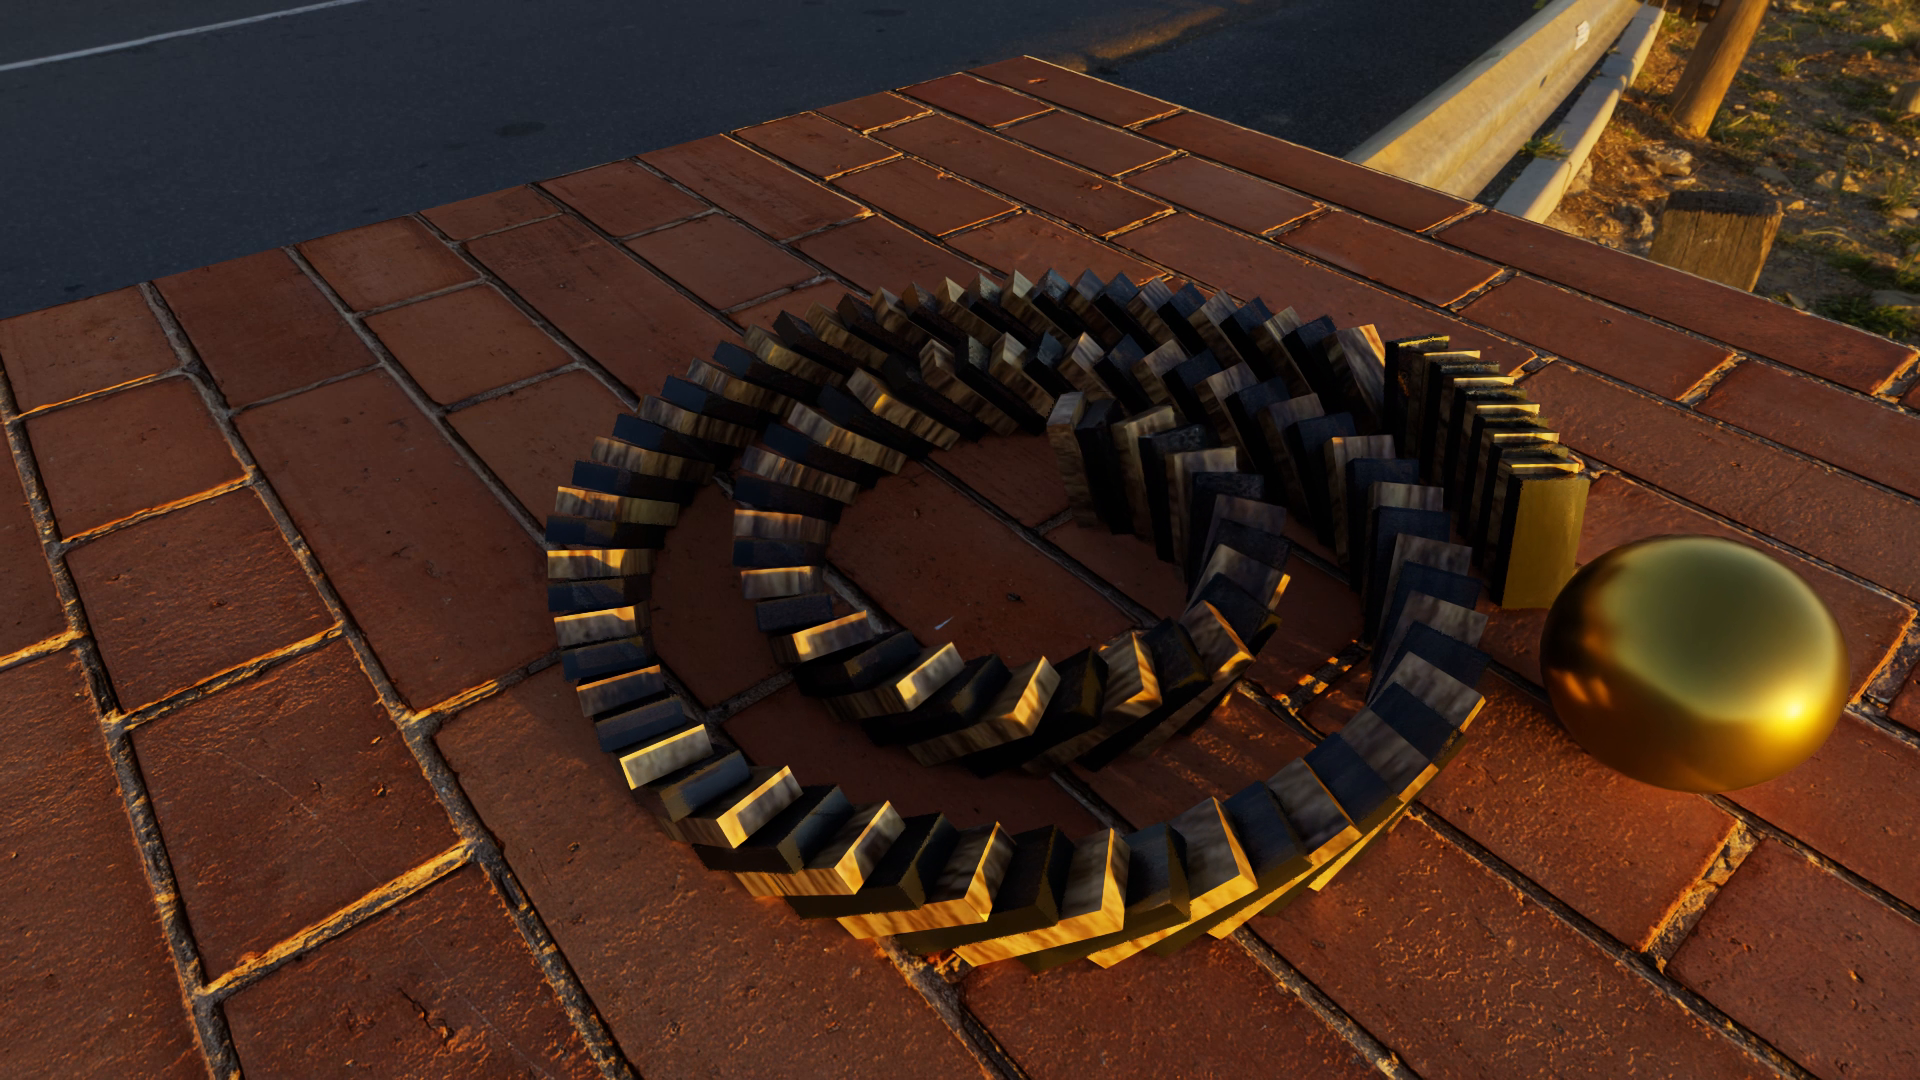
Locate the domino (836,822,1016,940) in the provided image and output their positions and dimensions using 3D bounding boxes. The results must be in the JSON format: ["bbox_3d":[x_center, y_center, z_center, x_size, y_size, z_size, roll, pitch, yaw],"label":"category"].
[{"bbox_3d":[-0.010,0.095,0.304,0.050,0.010,0.025,-23,24,38],"label":"domino"}]

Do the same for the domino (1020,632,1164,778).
[{"bbox_3d":[0.040,0.053,0.353,0.050,0.010,0.025,-37,31,25],"label":"domino"}]

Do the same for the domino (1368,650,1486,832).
[{"bbox_3d":[0.137,0.063,0.343,0.025,0.009,0.050,36,91,35],"label":"domino"}]

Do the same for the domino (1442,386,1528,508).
[{"bbox_3d":[0.218,-0.038,0.458,0.025,0.050,0.010,-1,18,-2],"label":"domino"}]

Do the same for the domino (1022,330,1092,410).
[{"bbox_3d":[0.052,-0.071,0.507,0.050,0.010,0.025,39,38,-16],"label":"domino"}]

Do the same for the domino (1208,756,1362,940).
[{"bbox_3d":[0.085,0.088,0.313,0.050,0.009,0.025,-42,42,12],"label":"domino"}]

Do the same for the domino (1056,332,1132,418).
[{"bbox_3d":[0.068,-0.070,0.505,0.050,0.009,0.025,43,41,-13],"label":"domino"}]

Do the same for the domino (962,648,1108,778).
[{"bbox_3d":[0.024,0.056,0.350,0.050,0.009,0.025,-32,25,33],"label":"domino"}]

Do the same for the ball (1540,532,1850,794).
[{"bbox_3d":[0.225,0.038,0.342,0.080,0.080,0.080,0,39,0],"label":"ball"}]

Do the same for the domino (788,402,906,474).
[{"bbox_3d":[-0.048,-0.043,0.472,0.025,0.009,0.050,34,9,34],"label":"domino"}]

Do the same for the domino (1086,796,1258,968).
[{"bbox_3d":[0.055,0.095,0.304,0.050,0.009,0.025,-36,35,20],"label":"domino"}]

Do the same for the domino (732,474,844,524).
[{"bbox_3d":[-0.067,-0.016,0.438,0.025,0.010,0.050,12,-1,15],"label":"domino"}]

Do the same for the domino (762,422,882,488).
[{"bbox_3d":[-0.057,-0.035,0.462,0.025,0.009,0.050,28,5,30],"label":"domino"}]

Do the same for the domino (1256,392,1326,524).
[{"bbox_3d":[0.146,-0.035,0.462,0.025,0.010,0.050,-16,82,-18],"label":"domino"}]

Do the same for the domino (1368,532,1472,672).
[{"bbox_3d":[0.163,0.025,0.390,0.025,0.010,0.050,12,81,15],"label":"domino"}]

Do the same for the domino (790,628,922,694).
[{"bbox_3d":[-0.036,0.041,0.369,0.025,0.010,0.050,-27,4,-29],"label":"domino"}]

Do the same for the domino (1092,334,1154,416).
[{"bbox_3d":[0.085,-0.068,0.502,0.050,0.009,0.025,48,47,-8],"label":"domino"}]

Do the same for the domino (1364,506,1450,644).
[{"bbox_3d":[0.164,0.014,0.403,0.025,0.009,0.050,7,80,8],"label":"domino"}]

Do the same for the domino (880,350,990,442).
[{"bbox_3d":[-0.011,-0.065,0.498,0.050,0.009,0.025,27,23,-37],"label":"domino"}]

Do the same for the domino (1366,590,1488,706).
[{"bbox_3d":[0.153,0.045,0.365,0.025,0.009,0.050,21,84,24],"label":"domino"}]

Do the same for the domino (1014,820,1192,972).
[{"bbox_3d":[0.038,0.098,0.301,0.050,0.010,0.025,-30,30,28],"label":"domino"}]

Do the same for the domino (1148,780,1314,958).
[{"bbox_3d":[0.070,0.092,0.308,0.050,0.010,0.025,-38,38,17],"label":"domino"}]

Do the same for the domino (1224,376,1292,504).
[{"bbox_3d":[0.136,-0.043,0.472,0.025,0.010,0.050,-21,84,-24],"label":"domino"}]

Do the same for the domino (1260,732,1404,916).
[{"bbox_3d":[0.100,0.082,0.319,0.050,0.009,0.025,-45,45,9],"label":"domino"}]

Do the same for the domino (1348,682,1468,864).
[{"bbox_3d":[0.126,0.070,0.334,0.050,0.009,0.025,-50,51,4],"label":"domino"}]

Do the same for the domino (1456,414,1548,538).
[{"bbox_3d":[0.218,-0.025,0.442,0.025,0.050,0.010,-1,19,-1],"label":"domino"}]

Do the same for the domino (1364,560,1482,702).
[{"bbox_3d":[0.159,0.035,0.377,0.025,0.009,0.050,16,82,19],"label":"domino"}]

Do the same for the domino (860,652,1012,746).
[{"bbox_3d":[-0.008,0.052,0.355,0.050,0.009,0.025,-23,16,49],"label":"domino"}]

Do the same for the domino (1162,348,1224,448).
[{"bbox_3d":[0.113,-0.058,0.490,0.025,0.010,0.050,-31,89,-33],"label":"domino"}]

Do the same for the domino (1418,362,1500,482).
[{"bbox_3d":[0.214,-0.051,0.474,0.025,0.050,0.009,-1,18,-2],"label":"domino"}]

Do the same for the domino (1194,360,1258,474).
[{"bbox_3d":[0.125,-0.051,0.482,0.025,0.010,0.050,-25,86,-28],"label":"domino"}]

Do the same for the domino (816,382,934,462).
[{"bbox_3d":[-0.037,-0.051,0.482,0.050,0.009,0.025,20,17,-49],"label":"domino"}]

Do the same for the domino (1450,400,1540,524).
[{"bbox_3d":[0.218,-0.032,0.450,0.025,0.050,0.009,-1,19,-1],"label":"domino"}]

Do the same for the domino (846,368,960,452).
[{"bbox_3d":[-0.025,-0.058,0.490,0.050,0.009,0.025,23,19,-45],"label":"domino"}]

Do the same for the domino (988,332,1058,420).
[{"bbox_3d":[0.036,-0.072,0.507,0.050,0.009,0.025,36,35,-20],"label":"domino"}]

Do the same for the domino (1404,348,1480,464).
[{"bbox_3d":[0.211,-0.058,0.482,0.025,0.050,0.009,-3,18,-4],"label":"domino"}]

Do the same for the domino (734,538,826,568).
[{"bbox_3d":[-0.067,0.005,0.413,0.025,0.009,0.050,1,-2,1],"label":"domino"}]

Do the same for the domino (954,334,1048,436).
[{"bbox_3d":[0.020,-0.071,0.506,0.050,0.009,0.025,34,31,-24],"label":"domino"}]

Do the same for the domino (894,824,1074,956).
[{"bbox_3d":[0.006,0.096,0.302,0.050,0.009,0.025,-26,26,34],"label":"domino"}]

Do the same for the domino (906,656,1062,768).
[{"bbox_3d":[0.007,0.055,0.351,0.050,0.009,0.025,-27,20,42],"label":"domino"}]

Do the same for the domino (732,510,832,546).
[{"bbox_3d":[-0.068,-0.005,0.425,0.025,0.010,0.050,5,-2,6],"label":"domino"}]

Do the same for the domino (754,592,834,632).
[{"bbox_3d":[-0.059,0.025,0.388,0.025,0.010,0.050,-9,-2,-10],"label":"domino"}]

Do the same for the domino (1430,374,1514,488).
[{"bbox_3d":[0.216,-0.045,0.466,0.025,0.050,0.009,-1,18,-2],"label":"domino"}]

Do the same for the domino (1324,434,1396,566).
[{"bbox_3d":[0.162,-0.016,0.439,0.025,0.009,0.050,-3,80,-5],"label":"domino"}]

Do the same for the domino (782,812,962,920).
[{"bbox_3d":[-0.025,0.092,0.308,0.050,0.009,0.025,-22,22,41],"label":"domino"}]

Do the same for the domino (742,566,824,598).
[{"bbox_3d":[-0.064,0.015,0.400,0.025,0.009,0.050,-4,-2,-4],"label":"domino"}]

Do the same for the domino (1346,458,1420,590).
[{"bbox_3d":[0.165,-0.006,0.427,0.025,0.009,0.050,1,80,0],"label":"domino"}]

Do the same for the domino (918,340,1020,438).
[{"bbox_3d":[0.004,-0.069,0.504,0.050,0.009,0.025,31,29,-28],"label":"domino"}]

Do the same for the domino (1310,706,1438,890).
[{"bbox_3d":[0.113,0.076,0.326,0.050,0.010,0.025,-48,49,6],"label":"domino"}]

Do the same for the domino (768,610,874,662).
[{"bbox_3d":[-0.049,0.034,0.378,0.025,0.010,0.050,-17,0,-20],"label":"domino"}]

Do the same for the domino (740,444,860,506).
[{"bbox_3d":[-0.065,-0.026,0.451,0.025,0.010,0.050,21,2,25],"label":"domino"}]

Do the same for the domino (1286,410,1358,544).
[{"bbox_3d":[0.154,-0.026,0.451,0.025,0.010,0.050,-12,81,-14],"label":"domino"}]

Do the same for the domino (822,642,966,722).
[{"bbox_3d":[-0.022,0.047,0.361,0.025,0.009,0.050,-35,9,-35],"label":"domino"}]

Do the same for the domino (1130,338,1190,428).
[{"bbox_3d":[0.101,-0.064,0.498,0.025,0.010,0.050,-36,92,-36],"label":"domino"}]

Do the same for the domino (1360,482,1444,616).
[{"bbox_3d":[0.166,0.004,0.414,0.025,0.010,0.050,6,80,6],"label":"domino"}]

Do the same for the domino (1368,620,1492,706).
[{"bbox_3d":[0.146,0.054,0.354,0.025,0.009,0.050,28,87,30],"label":"domino"}]

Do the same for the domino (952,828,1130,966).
[{"bbox_3d":[0.022,0.098,0.300,0.050,0.009,0.025,-27,28,32],"label":"domino"}]
